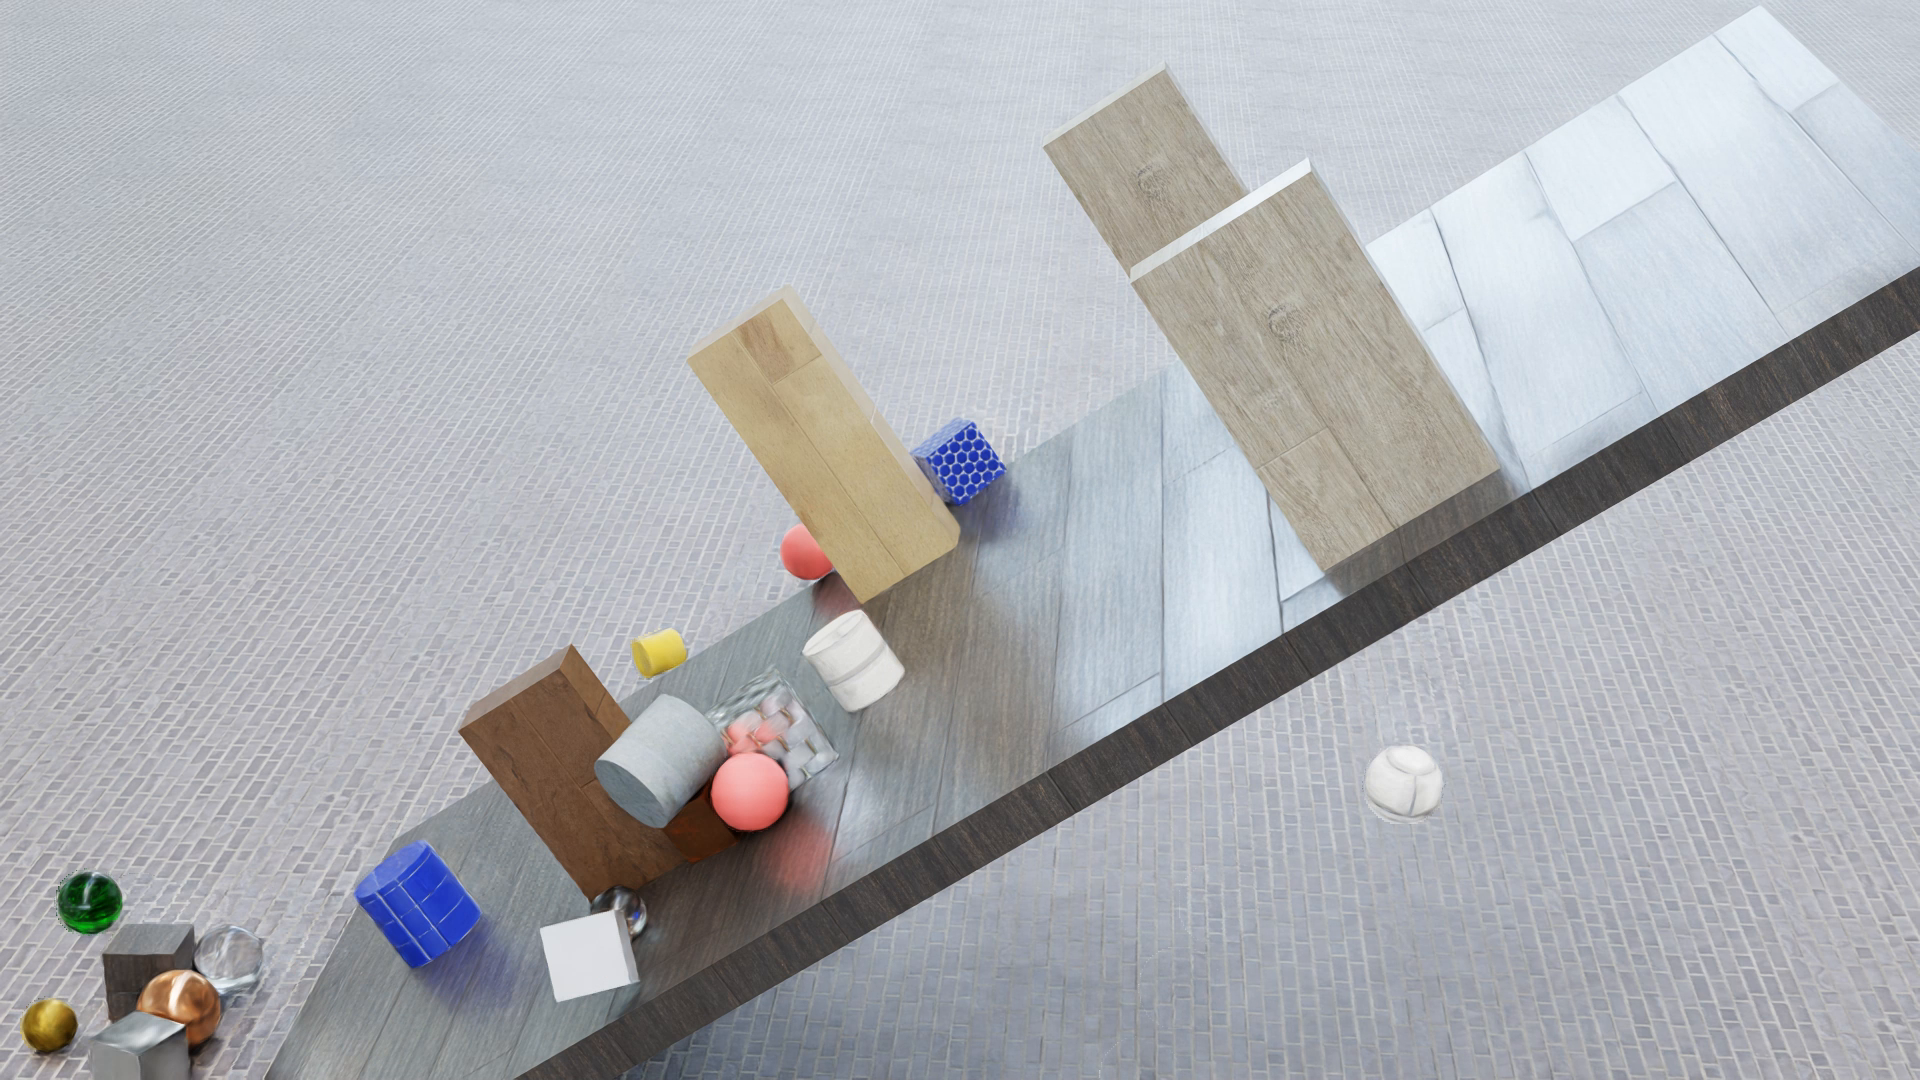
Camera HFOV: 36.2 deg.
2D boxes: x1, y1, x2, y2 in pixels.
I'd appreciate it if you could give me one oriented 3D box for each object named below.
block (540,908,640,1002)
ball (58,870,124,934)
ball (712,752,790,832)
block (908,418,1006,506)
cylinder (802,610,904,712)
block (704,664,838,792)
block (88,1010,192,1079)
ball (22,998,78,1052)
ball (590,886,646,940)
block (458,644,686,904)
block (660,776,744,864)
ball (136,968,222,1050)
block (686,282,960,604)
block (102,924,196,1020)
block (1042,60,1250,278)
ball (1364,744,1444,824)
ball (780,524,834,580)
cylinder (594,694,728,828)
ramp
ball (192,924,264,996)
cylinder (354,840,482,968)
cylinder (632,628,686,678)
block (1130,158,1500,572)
[{"bbox_3d":[-0.702,0.788,5.581,0.142,0.142,0.142,-14,-7,-1],"label":"block"},{"bbox_3d":[-2.185,0.910,7.389,0.159,0.159,0.159,0,21,0],"label":"ball"},{"bbox_3d":[-0.426,0.511,5.972,0.159,0.159,0.159,0,21,0],"label":"ball"},{"bbox_3d":[-0.006,-0.192,7.234,0.149,0.149,0.149,-38,15,-10],"label":"block"},{"bbox_3d":[-0.228,0.260,6.317,0.158,0.158,0.158,-32,15,10],"label":"cylinder"},{"bbox_3d":[-0.400,0.412,6.149,0.193,0.193,0.193,-37,15,-2],"label":"block"},{"bbox_3d":[-1.859,1.183,6.675,0.151,0.151,0.151,11,23,27],"label":"block"},{"bbox_3d":[-2.121,1.131,6.855,0.123,0.123,0.123,0,21,0],"label":"ball"},{"bbox_3d":[-0.684,0.750,5.887,0.114,0.114,0.114,0,21,0],"label":"ball"},{"bbox_3d":[-0.783,0.498,6.138,0.263,0.492,0.133,-31,16,14],"label":"block"},{"bbox_3d":[-0.526,0.562,6.070,0.130,0.130,0.130,-27,22,28],"label":"block"},{"bbox_3d":[-1.819,1.096,6.848,0.192,0.192,0.192,0,21,0],"label":"ball"},{"bbox_3d":[-0.315,-0.223,6.895,0.274,0.717,0.131,-31,16,14],"label":"block"},{"bbox_3d":[-1.931,1.032,7.028,0.169,0.169,0.169,0,17,2],"label":"block"},{"bbox_3d":[0.510,-0.631,6.323,0.306,0.742,0.097,-31,16,14],"label":"block"},{"bbox_3d":[0.751,0.412,4.972,0.132,0.132,0.132,0,21,0],"label":"ball"},{"bbox_3d":[-0.377,0.028,7.375,0.147,0.147,0.147,0,21,0],"label":"ball"},{"bbox_3d":[-0.606,0.450,5.973,0.192,0.192,0.192,18,54,39],"label":"cylinder"},{"bbox_3d":[0.138,0.171,6.298,4.000,0.100,2.000,-31,16,14],"label":"ramp"},{"bbox_3d":[-1.761,1.010,7.082,0.169,0.169,0.169,0,21,0],"label":"ball"},{"bbox_3d":[-1.227,0.822,6.653,0.205,0.205,0.205,-33,15,10],"label":"cylinder"},{"bbox_3d":[-0.911,0.342,8.903,0.120,0.120,0.120,-22,29,-29],"label":"cylinder"},{"bbox_3d":[0.635,-0.308,5.259,0.371,0.645,0.103,-31,16,14],"label":"block"}]
